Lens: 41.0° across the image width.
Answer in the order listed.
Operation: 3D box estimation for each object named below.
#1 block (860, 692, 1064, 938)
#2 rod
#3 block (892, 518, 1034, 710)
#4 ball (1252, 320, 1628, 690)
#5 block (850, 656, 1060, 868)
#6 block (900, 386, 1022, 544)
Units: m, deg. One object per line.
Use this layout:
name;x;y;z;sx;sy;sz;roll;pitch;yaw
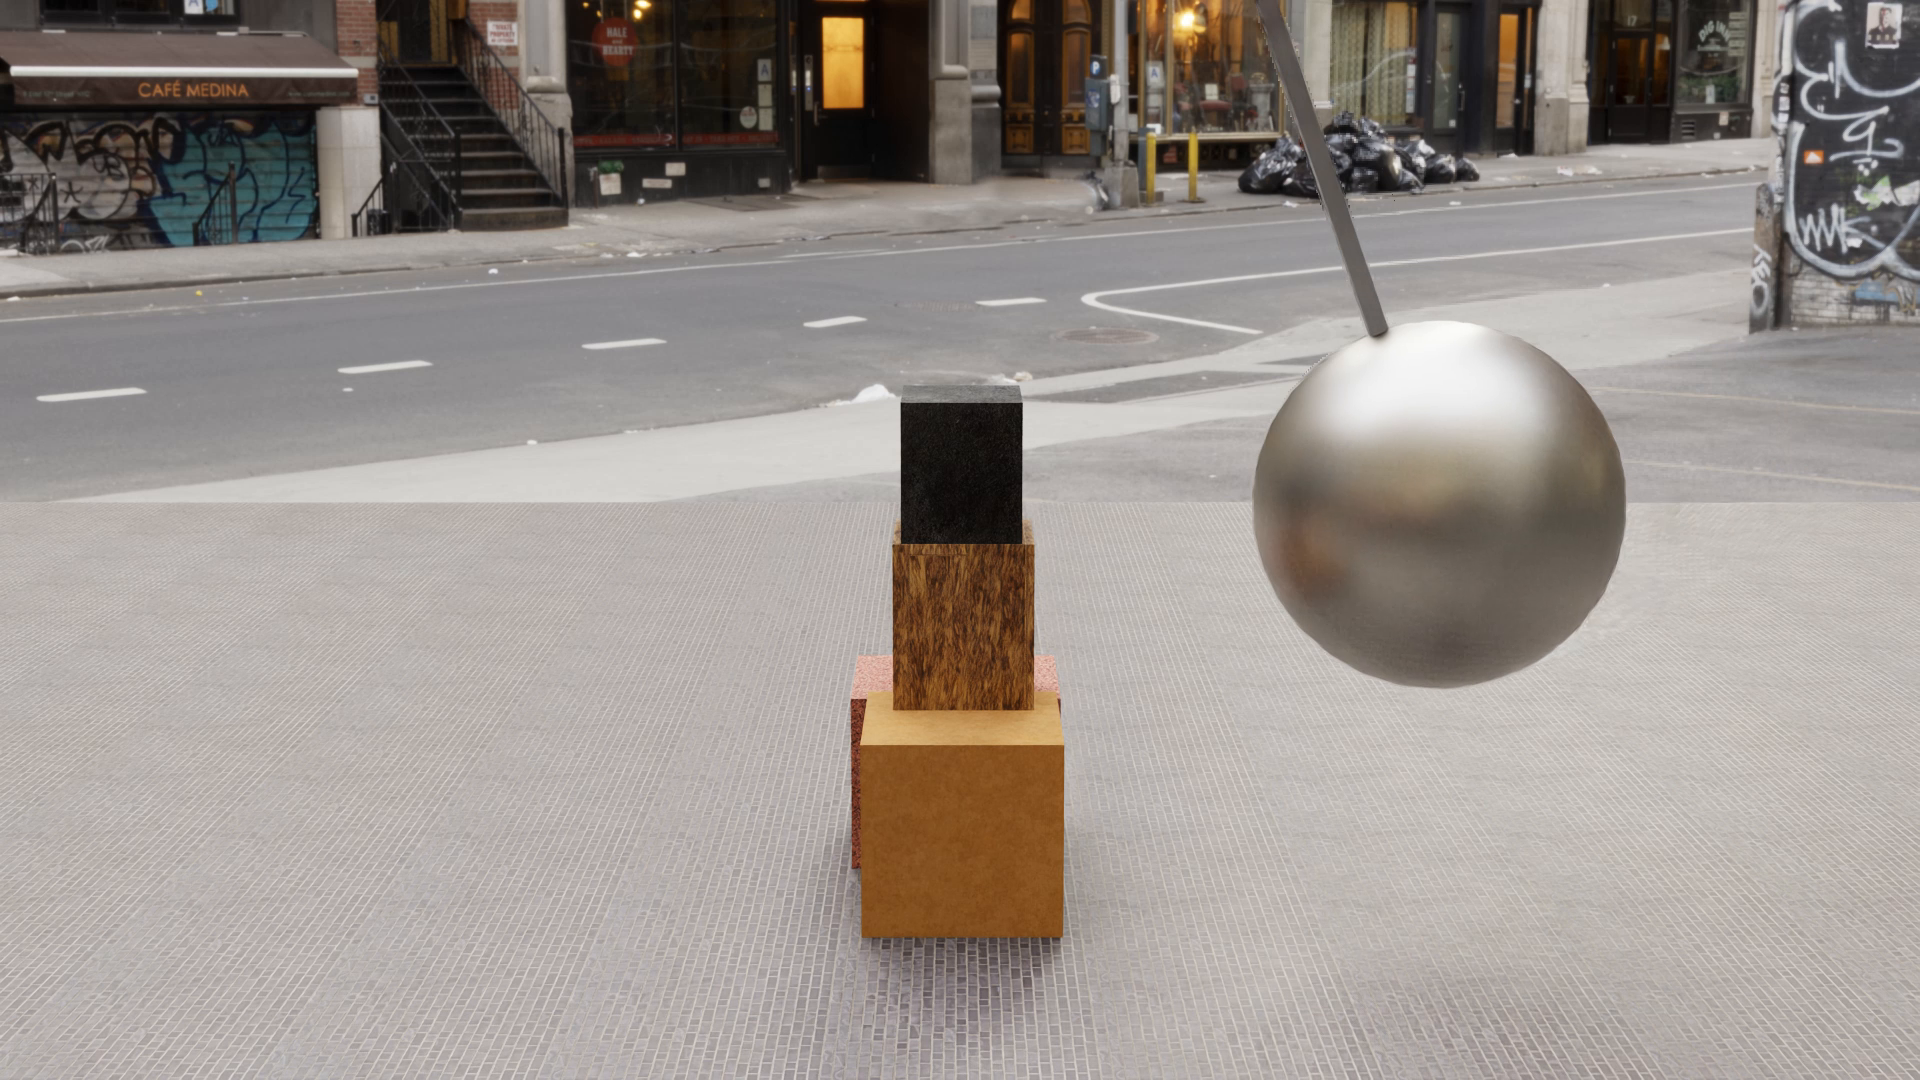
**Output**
block;0.010;1.152;10.946;0.830;0.817;0.922;0;10;0
rod;0.899;-3.291;10.582;0.080;5.200;0.080;-20;10;4
block;0.015;0.317;11.238;0.603;0.722;0.638;0;10;0
ball;2.074;-0.152;11.153;1.600;1.600;1.600;0;10;0
block;-0.019;1.009;11.838;0.930;0.780;0.863;0;10;0
block;0.007;-0.334;11.120;0.514;0.603;0.611;0;10;0
